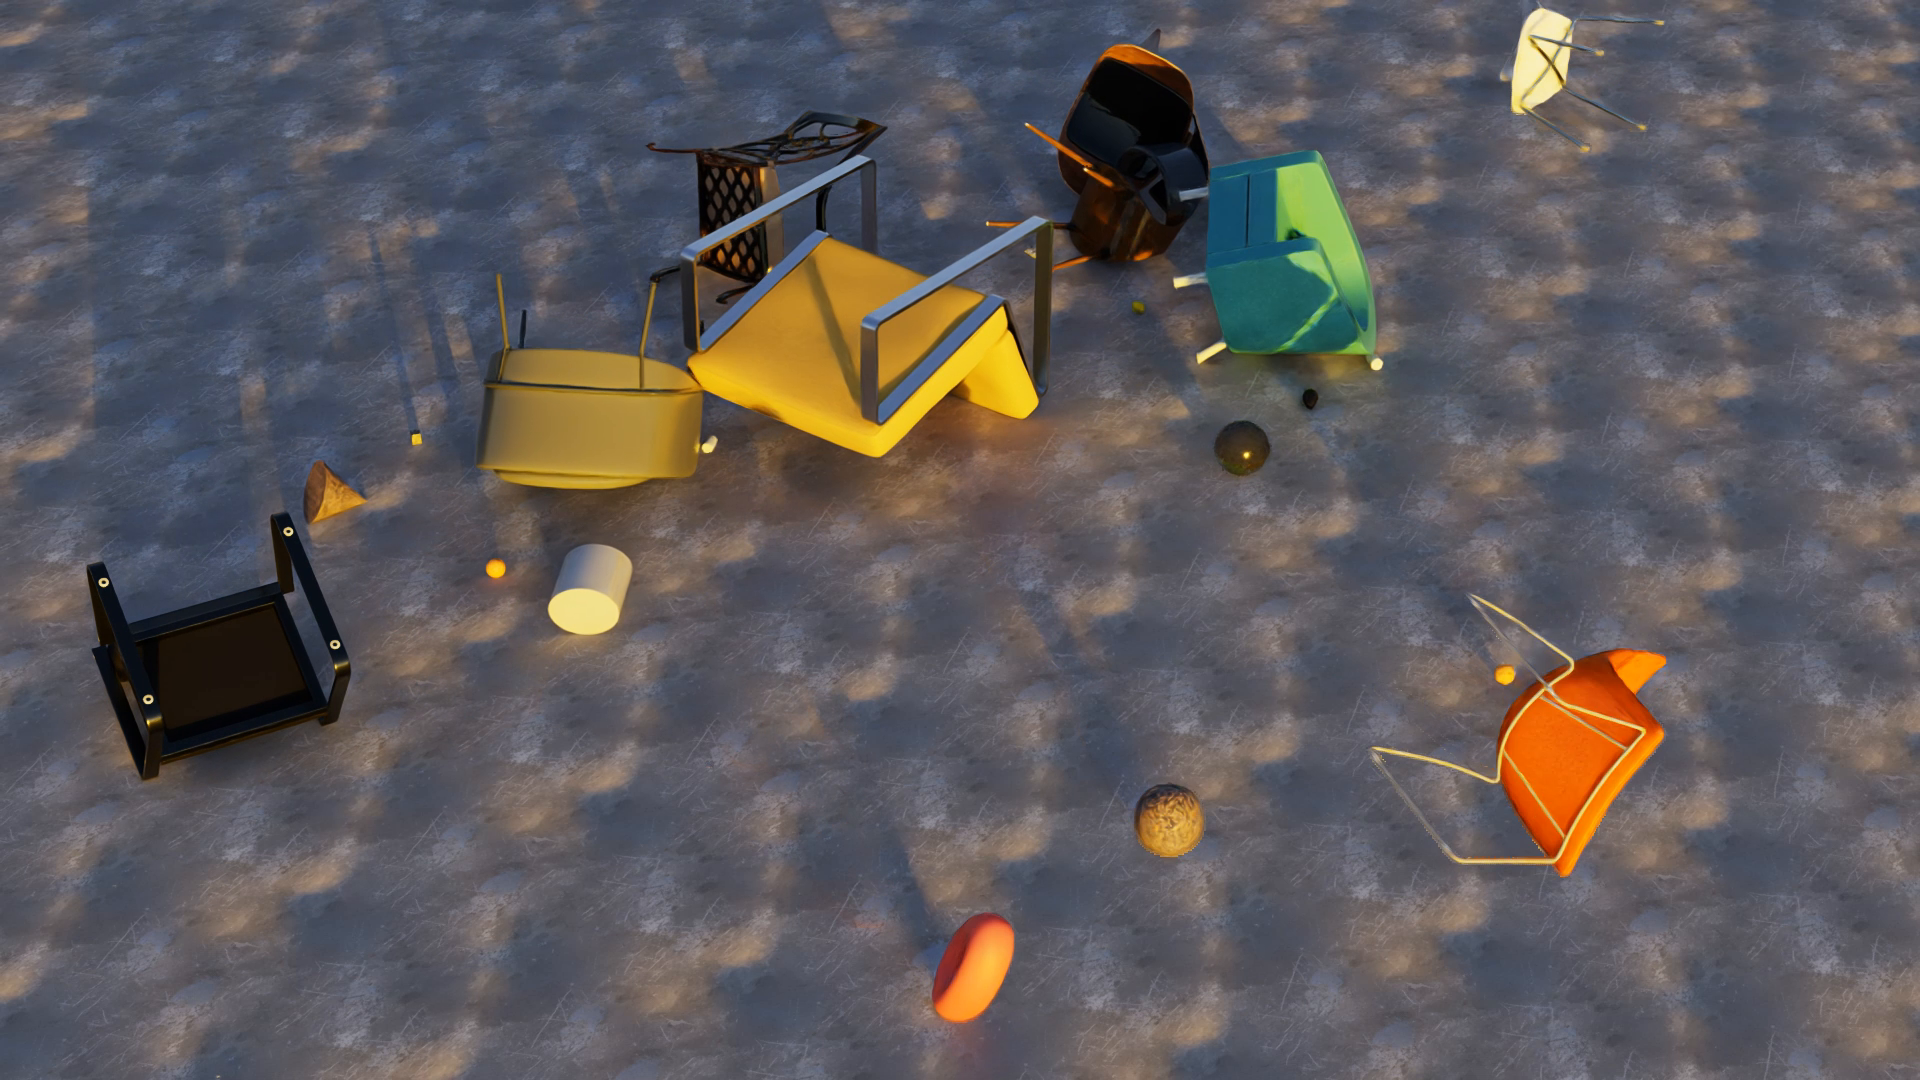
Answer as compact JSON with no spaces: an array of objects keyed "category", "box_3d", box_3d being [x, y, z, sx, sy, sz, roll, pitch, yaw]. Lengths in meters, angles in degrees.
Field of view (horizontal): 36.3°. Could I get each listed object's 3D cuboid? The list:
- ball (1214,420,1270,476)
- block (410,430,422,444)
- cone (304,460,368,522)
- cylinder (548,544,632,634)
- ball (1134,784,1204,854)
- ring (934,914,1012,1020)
[{"category":"ball","box_3d":[1.085,-0.354,11.288,0.213,0.213,0.213,0,33,0]},{"category":"block","box_3d":[-2.138,-0.405,11.518,0.035,0.044,0.037,-11,35,-15]},{"category":"cone","box_3d":[-2.343,-0.165,11.101,0.223,0.242,0.172,11,-1,-38]},{"category":"cylinder","box_3d":[-1.317,0.175,10.466,0.255,0.211,0.253,-3,38,10]},{"category":"ball","box_3d":[0.668,0.892,9.384,0.227,0.227,0.227,0,33,0]},{"category":"ring","box_3d":[0.038,1.264,8.678,0.136,0.421,0.250,17,41,-14]}]
